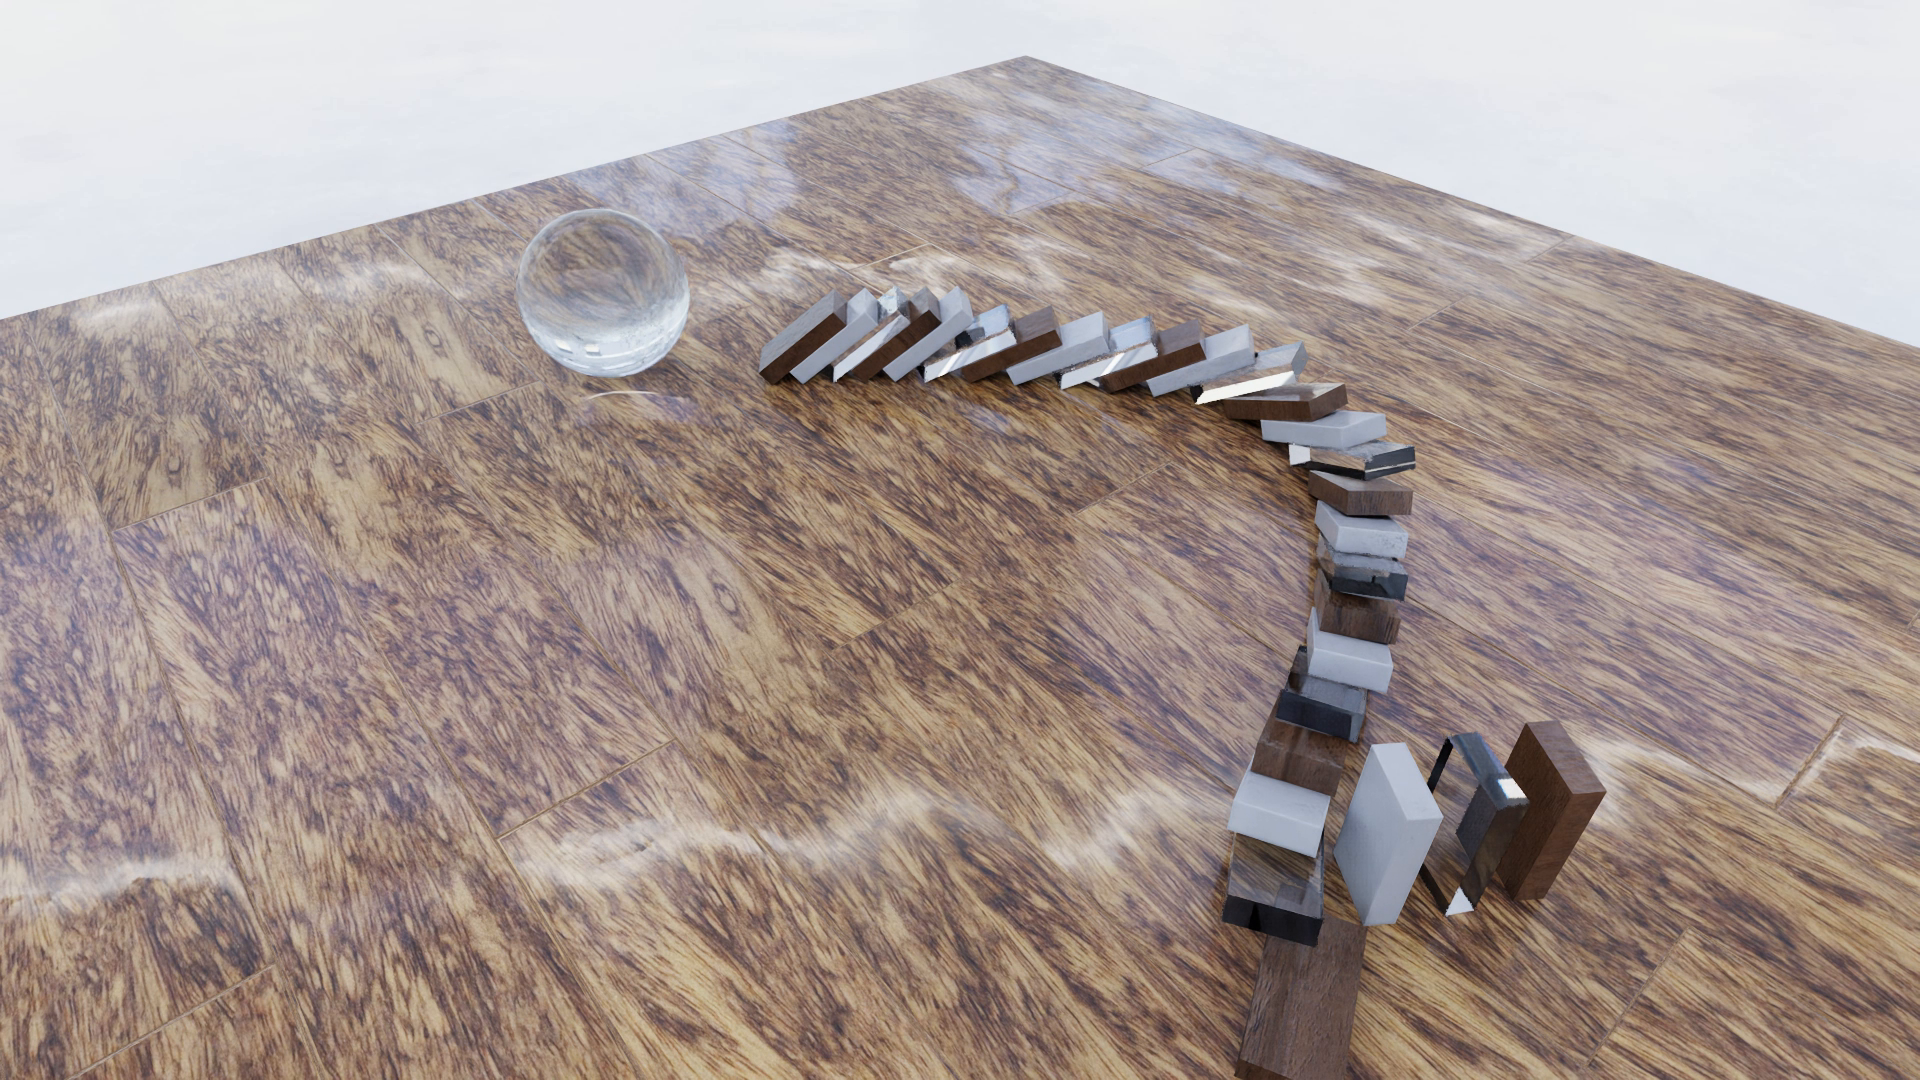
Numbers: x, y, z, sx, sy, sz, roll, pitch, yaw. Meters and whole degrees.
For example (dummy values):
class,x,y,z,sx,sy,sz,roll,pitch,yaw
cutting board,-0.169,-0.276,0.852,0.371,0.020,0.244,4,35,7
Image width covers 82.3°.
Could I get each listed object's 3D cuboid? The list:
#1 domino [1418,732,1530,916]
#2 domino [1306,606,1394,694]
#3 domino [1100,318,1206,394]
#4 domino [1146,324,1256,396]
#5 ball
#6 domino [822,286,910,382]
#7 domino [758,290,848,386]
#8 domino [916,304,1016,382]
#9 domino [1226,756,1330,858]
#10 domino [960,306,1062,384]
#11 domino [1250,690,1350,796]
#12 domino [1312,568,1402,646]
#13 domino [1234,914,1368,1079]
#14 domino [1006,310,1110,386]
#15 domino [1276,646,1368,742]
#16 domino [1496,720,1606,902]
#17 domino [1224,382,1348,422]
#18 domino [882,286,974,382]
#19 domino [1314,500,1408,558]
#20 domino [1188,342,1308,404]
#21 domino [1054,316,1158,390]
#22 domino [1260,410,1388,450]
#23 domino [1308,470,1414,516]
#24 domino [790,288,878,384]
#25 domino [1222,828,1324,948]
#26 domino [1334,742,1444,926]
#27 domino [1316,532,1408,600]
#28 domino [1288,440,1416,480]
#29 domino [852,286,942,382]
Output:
class,x,y,z,sx,sy,sz,roll,pitch,yaw
domino,0.142,0.081,0.313,0.009,0.050,0.025,-7,40,-9
domino,0.134,0.037,0.382,0.025,0.010,0.050,13,16,14
domino,0.094,-0.090,0.535,0.050,0.009,0.025,-17,33,22
domino,0.116,-0.087,0.531,0.050,0.010,0.025,-16,31,24
ball,-0.172,-0.119,0.533,0.080,0.080,0.080,0,39,0
domino,-0.047,-0.102,0.545,0.050,0.010,0.025,-34,35,21
domino,-0.077,-0.100,0.542,0.050,0.010,0.025,-34,34,21
domino,0.003,-0.098,0.547,0.050,0.009,0.025,-21,37,15
domino,0.099,0.077,0.333,0.025,0.010,0.050,14,17,21
domino,0.025,-0.097,0.546,0.050,0.009,0.025,-20,37,15
domino,0.110,0.063,0.350,0.025,0.009,0.050,15,17,21
domino,0.143,0.023,0.399,0.025,0.010,0.050,11,16,13
domino,0.092,0.123,0.294,0.025,0.009,0.050,15,42,18
domino,0.048,-0.095,0.543,0.050,0.010,0.025,-17,35,19
domino,0.122,0.050,0.367,0.025,0.009,0.050,16,18,19
domino,0.165,0.078,0.316,0.009,0.050,0.025,-4,39,-4
domino,0.149,-0.064,0.505,0.025,0.010,0.050,-26,20,-28
domino,-0.017,-0.102,0.545,0.050,0.009,0.025,-34,35,19
domino,0.157,-0.005,0.433,0.025,0.010,0.050,6,14,8
domino,0.137,-0.079,0.521,0.050,0.010,0.025,-10,27,36
domino,0.071,-0.092,0.539,0.050,0.010,0.025,-17,34,22
domino,0.160,-0.050,0.488,0.025,0.010,0.050,-18,17,-22
domino,0.163,-0.020,0.451,0.025,0.010,0.050,0,13,0
domino,-0.062,-0.101,0.543,0.050,0.009,0.025,-34,34,22
domino,0.091,0.094,0.318,0.025,0.009,0.050,12,24,14
domino,0.119,0.083,0.310,0.009,0.050,0.025,-3,39,-4
domino,0.151,0.009,0.416,0.025,0.009,0.050,8,15,10
domino,0.167,-0.036,0.470,0.025,0.010,0.050,-13,15,-17
domino,-0.032,-0.102,0.545,0.050,0.009,0.025,-34,35,20
